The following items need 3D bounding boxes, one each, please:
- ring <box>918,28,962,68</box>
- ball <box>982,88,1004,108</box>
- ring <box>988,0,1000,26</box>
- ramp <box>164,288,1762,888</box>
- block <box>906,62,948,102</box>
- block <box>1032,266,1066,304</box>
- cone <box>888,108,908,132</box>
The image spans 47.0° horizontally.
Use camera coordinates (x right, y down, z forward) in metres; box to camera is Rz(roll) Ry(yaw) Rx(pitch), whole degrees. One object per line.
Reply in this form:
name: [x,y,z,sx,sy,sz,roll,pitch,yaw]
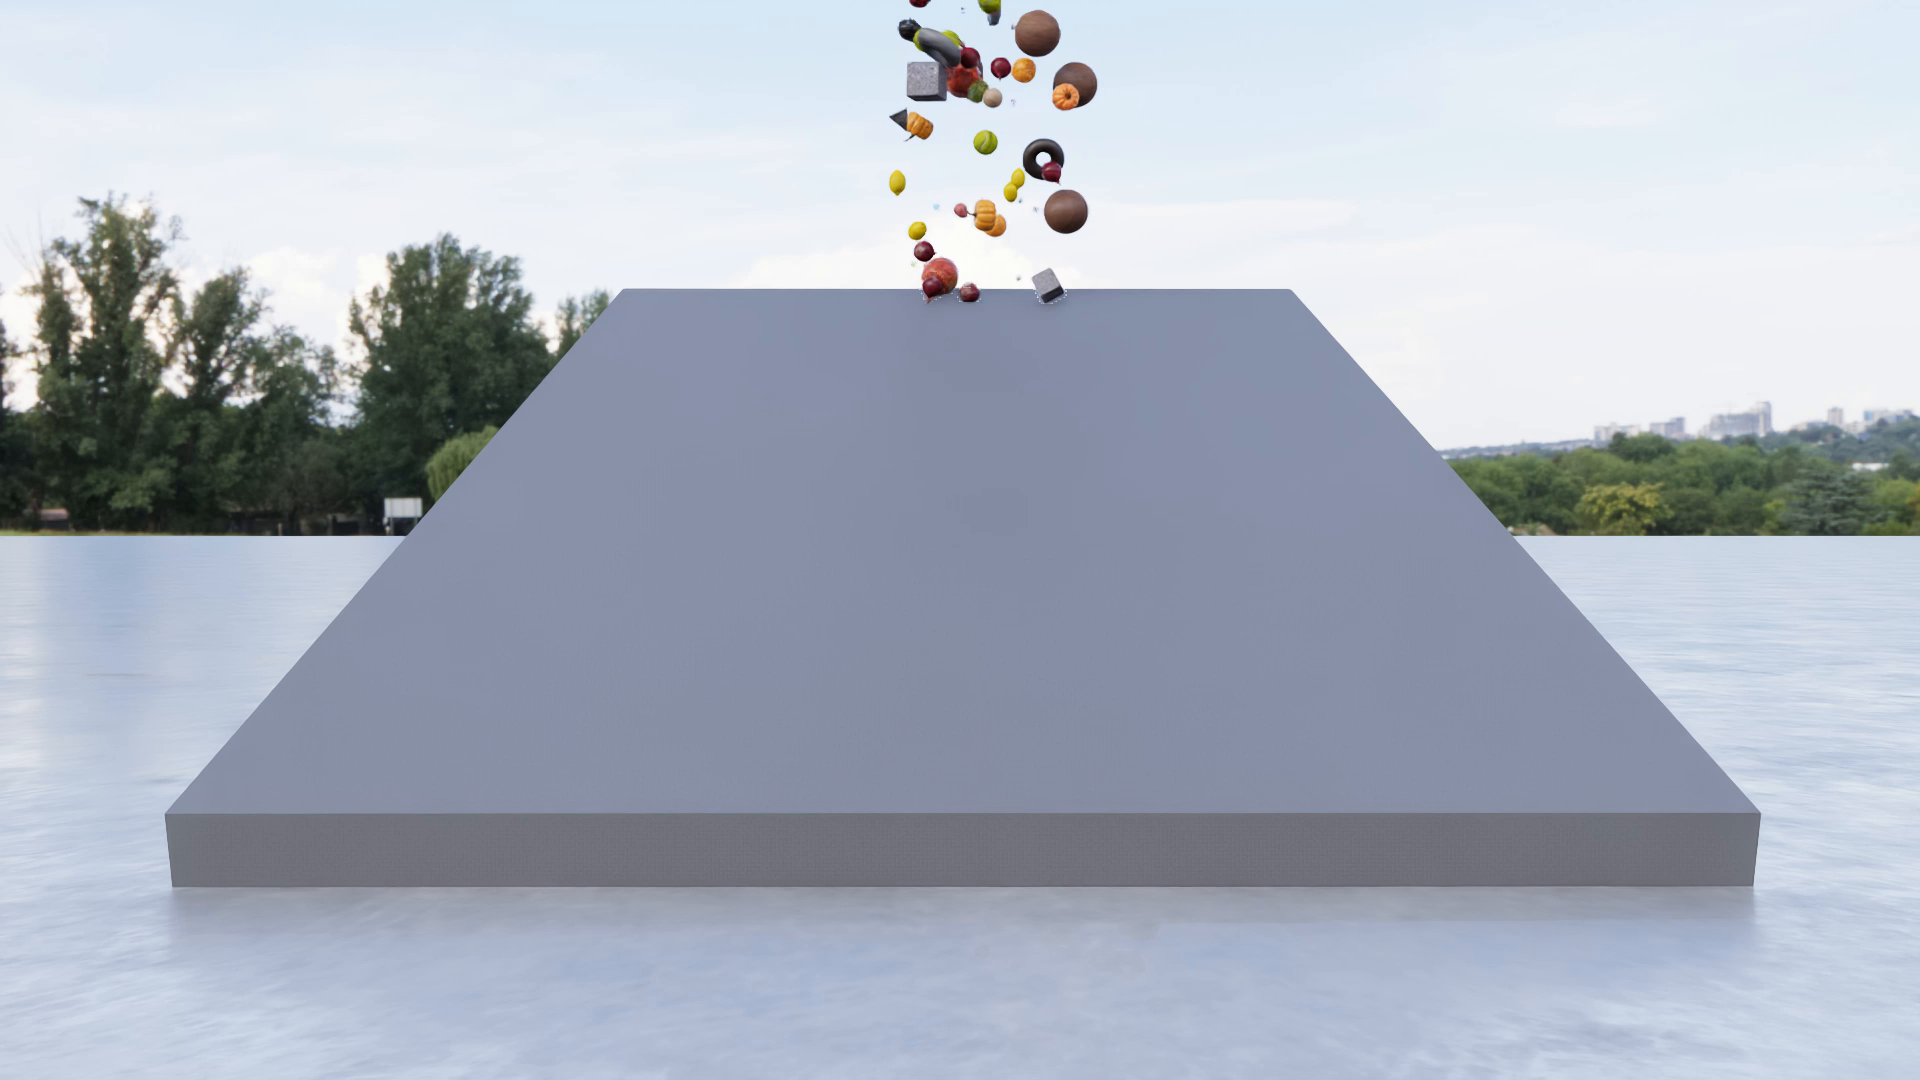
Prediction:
ring: [-0.057,-1.366,6.122,0.141,0.047,0.141,36,-5,4]
ball: [0.091,-1.222,6.098,0.056,0.056,0.056,0,0,0]
ring: [0.102,-1.566,6.548,0.026,0.079,0.079,2,0,-13]
ramp: [-0.002,-0.158,4.699,2.000,0.100,4.000,0,16,0]
block: [-0.092,-1.268,6.100,0.091,0.091,0.091,1,1,16]
block: [0.251,-0.727,6.297,0.066,0.066,0.066,-28,-18,5]
cone: [-0.159,-1.157,6.105,0.059,0.059,0.059,-24,15,7]
